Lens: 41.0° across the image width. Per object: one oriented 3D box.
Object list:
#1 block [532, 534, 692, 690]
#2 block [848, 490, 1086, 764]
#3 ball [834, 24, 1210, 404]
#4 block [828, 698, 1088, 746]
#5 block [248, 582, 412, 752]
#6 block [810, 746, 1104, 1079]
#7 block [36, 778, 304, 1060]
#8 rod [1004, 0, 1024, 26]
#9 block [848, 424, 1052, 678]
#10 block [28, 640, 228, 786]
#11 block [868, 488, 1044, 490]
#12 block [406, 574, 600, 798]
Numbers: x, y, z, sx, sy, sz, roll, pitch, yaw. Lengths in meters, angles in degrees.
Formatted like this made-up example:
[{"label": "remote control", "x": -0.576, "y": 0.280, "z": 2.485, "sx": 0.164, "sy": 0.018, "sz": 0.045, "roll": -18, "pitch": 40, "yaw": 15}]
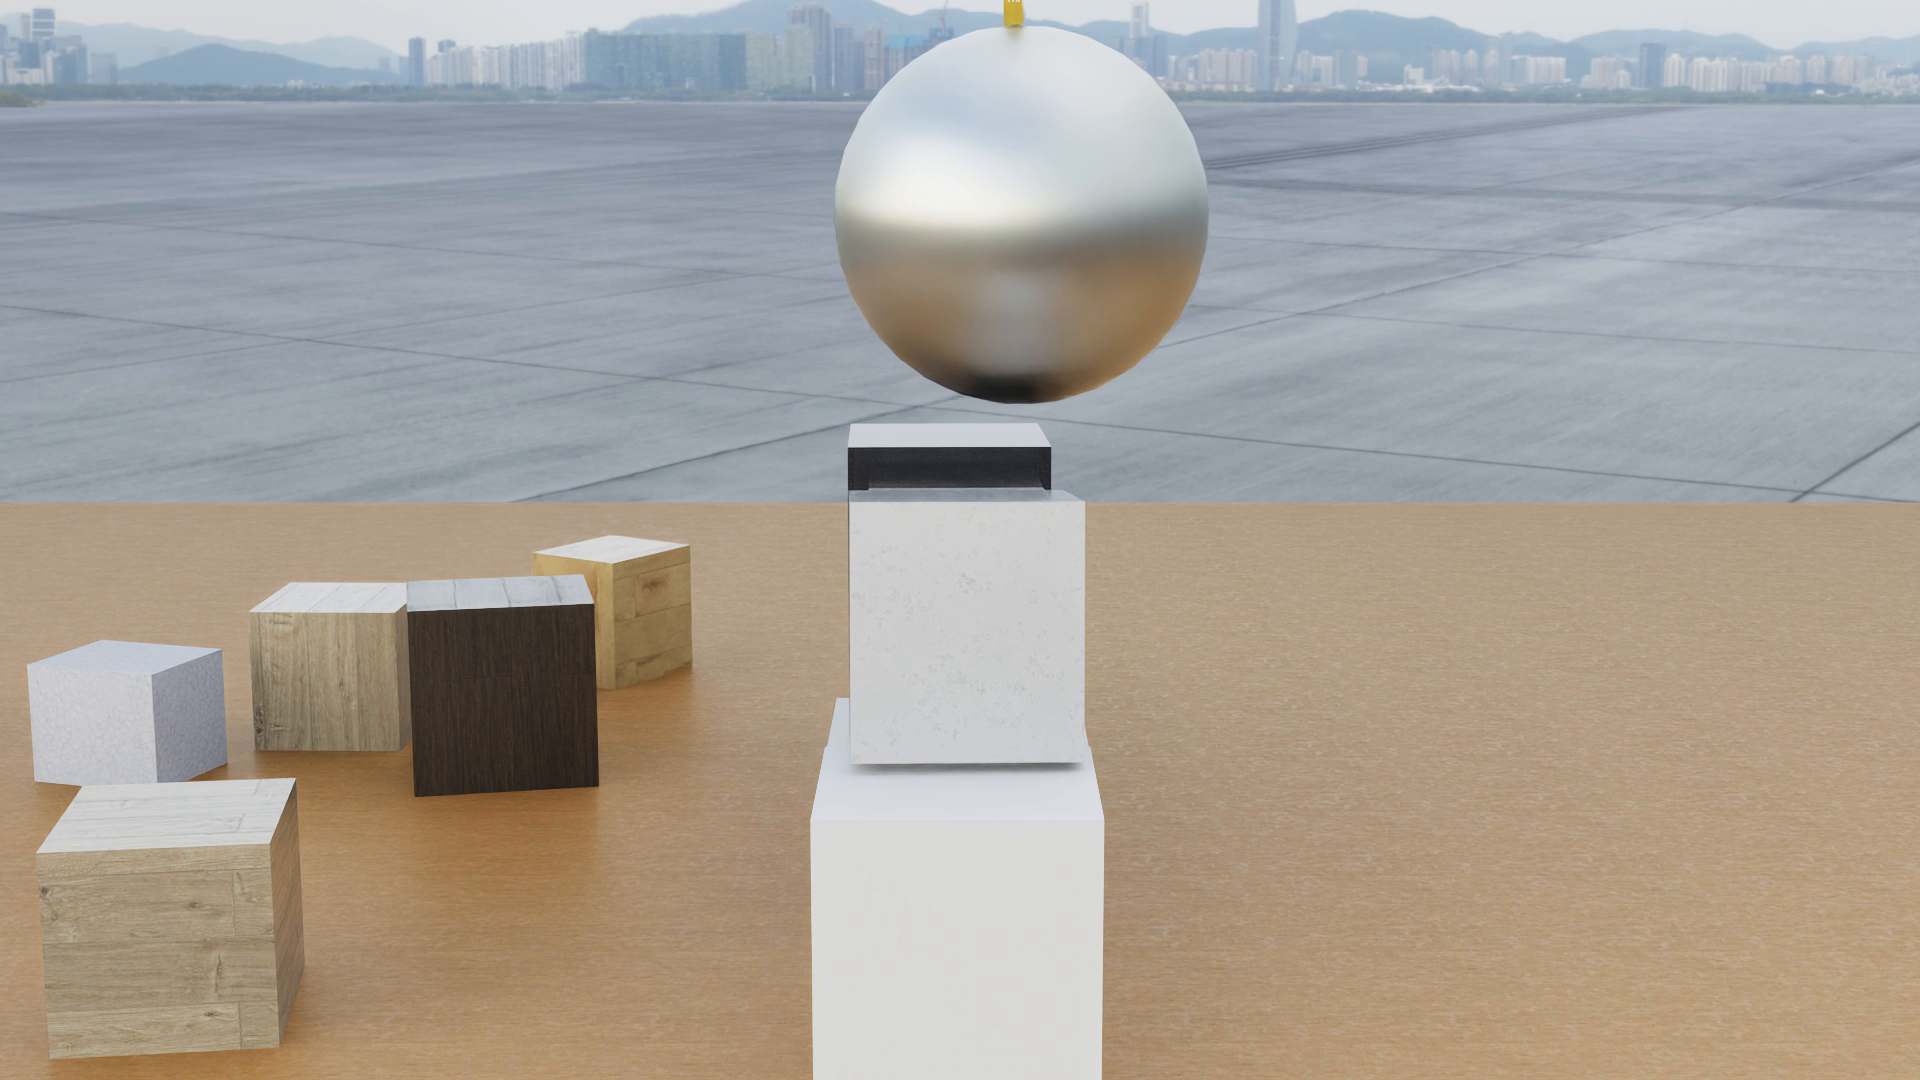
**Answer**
[{"label": "block", "x": -2.052, "y": 0.418, "z": 15.184, "sx": 0.616, "sy": 0.745, "sz": 0.697, "roll": 7, "pitch": 12, "yaw": 33}, {"label": "block", "x": 0.006, "y": 0.301, "z": 9.575, "sx": 0.836, "sy": 0.933, "sz": 0.892, "roll": 0, "pitch": 4, "yaw": -3}, {"label": "ball", "x": 0.261, "y": -1.379, "z": 10.930, "sx": 1.600, "sy": 1.600, "sz": 1.600, "roll": 0, "pitch": 10, "yaw": 0}, {"label": "block", "x": -0.008, "y": 1.217, "z": 10.154, "sx": 0.998, "sy": 0.972, "sz": 0.998, "roll": 0, "pitch": 10, "yaw": 0}, {"label": "block", "x": -3.314, "y": 0.671, "z": 13.802, "sx": 0.769, "sy": 0.742, "sz": 0.791, "roll": 0, "pitch": 10, "yaw": 1}, {"label": "block", "x": -0.009, "y": 1.363, "z": 9.179, "sx": 0.988, "sy": 1.033, "sz": 0.946, "roll": 0, "pitch": 10, "yaw": 0}, {"label": "block", "x": -2.948, "y": 1.405, "z": 9.675, "sx": 0.808, "sy": 0.774, "sz": 0.883, "roll": -1, "pitch": 10, "yaw": -8}, {"label": "rod", "x": 0.113, "y": -4.721, "z": 10.322, "sx": 0.080, "sy": 5.200, "sz": 0.080, "roll": -2, "pitch": 10, "yaw": 0}, {"label": "block", "x": -0.058, "y": 0.054, "z": 11.336, "sx": 0.856, "sy": 1.044, "sz": 0.987, "roll": 0, "pitch": 8, "yaw": -2}, {"label": "block", "x": -4.216, "y": 0.886, "z": 13.019, "sx": 0.720, "sy": 0.600, "sz": 0.605, "roll": 3, "pitch": 11, "yaw": 17}, {"label": "block", "x": -0.004, "y": 0.245, "z": 10.456, "sx": 0.735, "sy": 0.830, "sz": 0.805, "roll": 0, "pitch": 8, "yaw": -2}, {"label": "block", "x": -2.323, "y": 0.721, "z": 12.991, "sx": 0.902, "sy": 0.933, "sz": 0.767, "roll": -2, "pitch": 11, "yaw": -12}]
